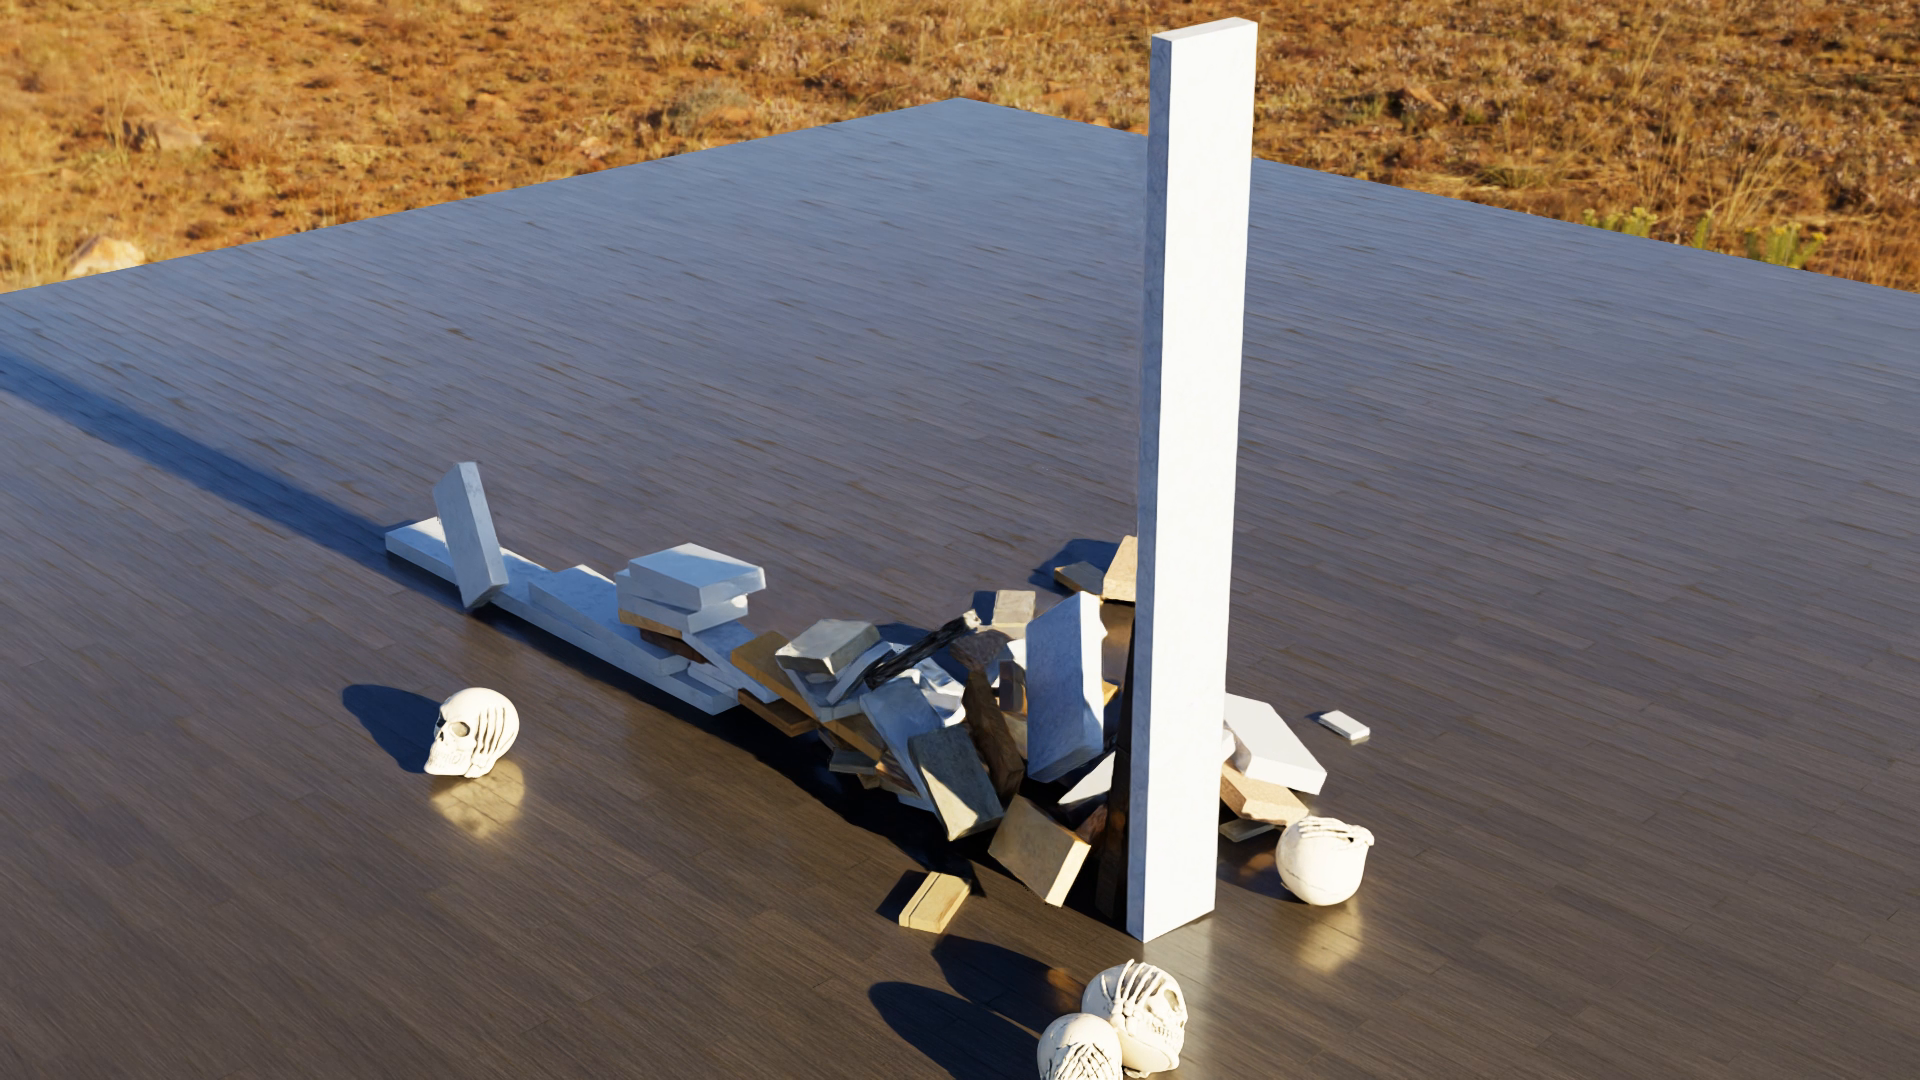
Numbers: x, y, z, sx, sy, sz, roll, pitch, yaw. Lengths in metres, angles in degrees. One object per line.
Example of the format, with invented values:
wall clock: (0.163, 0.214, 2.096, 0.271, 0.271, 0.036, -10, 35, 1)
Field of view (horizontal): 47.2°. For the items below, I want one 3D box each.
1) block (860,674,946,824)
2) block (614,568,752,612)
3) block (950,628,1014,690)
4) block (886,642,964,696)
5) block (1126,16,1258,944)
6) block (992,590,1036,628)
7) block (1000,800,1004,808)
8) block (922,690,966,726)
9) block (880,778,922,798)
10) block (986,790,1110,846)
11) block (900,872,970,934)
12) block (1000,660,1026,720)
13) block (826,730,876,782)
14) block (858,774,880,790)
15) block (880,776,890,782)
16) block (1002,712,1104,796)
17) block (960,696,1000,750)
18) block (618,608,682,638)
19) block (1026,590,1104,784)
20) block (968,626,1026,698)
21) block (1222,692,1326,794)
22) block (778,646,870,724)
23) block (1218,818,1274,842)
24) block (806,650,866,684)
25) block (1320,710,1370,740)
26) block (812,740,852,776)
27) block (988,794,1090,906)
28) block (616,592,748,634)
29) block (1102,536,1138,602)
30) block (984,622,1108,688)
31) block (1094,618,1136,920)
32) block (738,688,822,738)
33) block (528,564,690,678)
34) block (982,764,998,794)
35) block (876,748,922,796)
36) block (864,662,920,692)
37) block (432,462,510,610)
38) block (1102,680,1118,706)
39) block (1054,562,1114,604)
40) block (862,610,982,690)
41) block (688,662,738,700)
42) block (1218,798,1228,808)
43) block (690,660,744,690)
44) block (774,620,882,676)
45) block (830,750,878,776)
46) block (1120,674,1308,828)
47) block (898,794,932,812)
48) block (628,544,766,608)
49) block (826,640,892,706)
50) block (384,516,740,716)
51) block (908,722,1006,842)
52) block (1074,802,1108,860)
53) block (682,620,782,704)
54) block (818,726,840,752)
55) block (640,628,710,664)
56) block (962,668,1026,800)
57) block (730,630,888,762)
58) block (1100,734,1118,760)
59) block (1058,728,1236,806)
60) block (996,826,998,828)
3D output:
block: (-0.068, 0.416, 4.390, 0.116, 0.033, 0.335, -23, 53, -21)
block: (-0.620, 0.095, 4.936, 0.307, 0.043, 0.153, 10, 23, 44)
block: (0.099, 0.276, 4.955, 0.130, 0.037, 0.260, -14, 27, -29)
block: (-0.078, 0.301, 4.977, 0.094, 0.027, 0.270, 11, 15, -32)
block: (0.380, -0.034, 3.704, 0.172, 1.662, 0.049, -19, 32, -32)
block: (0.131, 0.173, 5.319, 0.094, 0.027, 0.188, 2, 23, 4)
block: (0.033, 0.539, 4.423, 0.108, 0.015, 0.054, -4, 19, 44)
block: (-0.069, 0.369, 4.784, 0.189, 0.027, 0.095, 5, 33, 42)
block: (-0.093, 0.498, 4.491, 0.079, 0.022, 0.158, -12, 7, -28)
block: (0.174, 0.547, 4.256, 0.125, 0.035, 0.249, -22, -3, -41)
block: (-0.046, 0.680, 4.129, 0.081, 0.023, 0.161, 8, 24, 19)
block: (0.112, 0.300, 4.341, 0.027, 0.095, 0.422, 0, -7, 6)
block: (-0.211, 0.437, 4.583, 0.061, 0.017, 0.147, -21, 53, -32)
block: (-0.193, 0.457, 4.594, 0.068, 0.019, 0.137, -11, 48, -25)
block: (-0.112, 0.480, 4.498, 0.061, 0.017, 0.122, -12, 7, -26)
block: (0.203, 0.456, 4.569, 0.112, 0.032, 0.385, -30, 40, -29)
block: (0.133, 0.390, 4.787, 0.297, 0.042, 0.148, -5, 23, -11)
block: (-0.658, 0.172, 4.981, 0.116, 0.033, 0.231, -21, 22, -40)
block: (0.204, 0.289, 4.325, 0.049, 0.172, 0.344, 23, 51, -31)
block: (0.102, 0.281, 5.044, 0.148, 0.042, 0.297, 2, 23, 5)
block: (0.624, 0.418, 4.623, 0.172, 0.049, 0.345, 15, 16, -18)
block: (-0.284, 0.291, 4.620, 0.118, 0.034, 0.237, -13, 36, -23)
block: (0.573, 0.573, 4.392, 0.102, 0.014, 0.051, -15, 27, -31)
block: (-0.254, 0.259, 4.514, 0.081, 0.023, 0.161, -37, 8, -25)
block: (0.837, 0.403, 4.792, 0.051, 0.014, 0.102, -14, 27, -30)
block: (-0.246, 0.455, 4.664, 0.068, 0.019, 0.137, -19, 29, -37)
block: (0.145, 0.579, 4.119, 0.035, 0.125, 0.249, 25, 2, -29)
block: (-0.626, 0.140, 4.942, 0.153, 0.043, 0.307, -18, 20, -35)
block: (0.468, 0.076, 5.470, 0.172, 0.049, 0.344, 8, 19, 10)
block: (0.184, 0.248, 4.783, 0.263, 0.130, 0.037, -12, 63, -37)
block: (0.360, 0.401, 4.008, 0.172, 0.629, 0.049, -17, 35, -34)
block: (-0.375, 0.355, 4.696, 0.103, 0.029, 0.206, -17, 28, -34)
block: (-0.797, 0.184, 5.156, 0.153, 0.043, 0.571, -19, 29, -37)
block: (-0.024, 0.464, 4.546, 0.264, 0.037, 0.132, 18, 1, 36)
block: (-0.081, 0.466, 4.384, 0.158, 0.022, 0.079, 24, 52, 17)
block: (-0.214, 0.312, 4.888, 0.225, 0.032, 0.113, 10, 36, 30)
block: (-1.189, -0.011, 5.338, 0.045, 0.320, 0.160, -6, -19, -40)
block: (0.251, 0.350, 4.794, 0.095, 0.027, 0.189, 19, 29, 37)
block: (0.325, 0.106, 5.476, 0.094, 0.027, 0.188, -13, 26, -28)
block: (-0.076, 0.222, 4.446, 0.237, 0.034, 0.118, -33, -3, 30)
block: (-0.447, 0.326, 4.839, 0.103, 0.029, 0.362, -21, 31, -40)
block: (0.541, 0.524, 4.508, 0.102, 0.014, 0.051, -16, 28, -33)
block: (-0.490, 0.283, 4.866, 0.206, 0.029, 0.103, 21, 31, 40)
block: (-0.273, 0.219, 4.527, 0.130, 0.037, 0.260, -37, 16, -22)
block: (-0.202, 0.457, 4.516, 0.122, 0.017, 0.061, 4, 25, 10)
block: (0.524, 0.434, 4.621, 0.148, 0.042, 0.598, 13, 17, -25)
block: (-0.055, 0.520, 4.443, 0.079, 0.022, 0.158, -12, 7, -27)
block: (-0.581, 0.075, 4.833, 0.160, 0.045, 0.320, -17, 20, -33)
block: (-0.206, 0.271, 4.464, 0.023, 0.161, 0.081, 48, 43, 9)
block: (-0.960, 0.163, 5.320, 1.325, 0.045, 0.160, 21, 31, 40)
block: (-0.008, 0.471, 4.297, 0.116, 0.033, 0.231, -15, 53, -15)
block: (0.260, 0.553, 4.180, 0.125, 0.249, 0.035, -21, 70, -41)
block: (-0.469, 0.255, 4.793, 0.116, 0.033, 0.302, -20, 39, -38)
block: (-0.245, 0.428, 4.678, 0.068, 0.019, 0.137, -11, 25, -25)
block: (-0.605, 0.219, 4.949, 0.116, 0.033, 0.231, -20, 26, -39)
block: (0.064, 0.381, 4.311, 0.033, 0.116, 0.231, -14, 58, -16)
block: (-0.285, 0.325, 4.630, 0.465, 0.034, 0.118, 30, 41, 35)
block: (0.383, 0.484, 4.572, 0.264, 0.037, 0.132, 21, 31, 40)
block: (0.377, 0.475, 4.423, 0.172, 0.049, 0.345, 22, 47, 39)
block: (0.069, 0.557, 4.378, 0.054, 0.015, 0.108, -20, 8, -39)
